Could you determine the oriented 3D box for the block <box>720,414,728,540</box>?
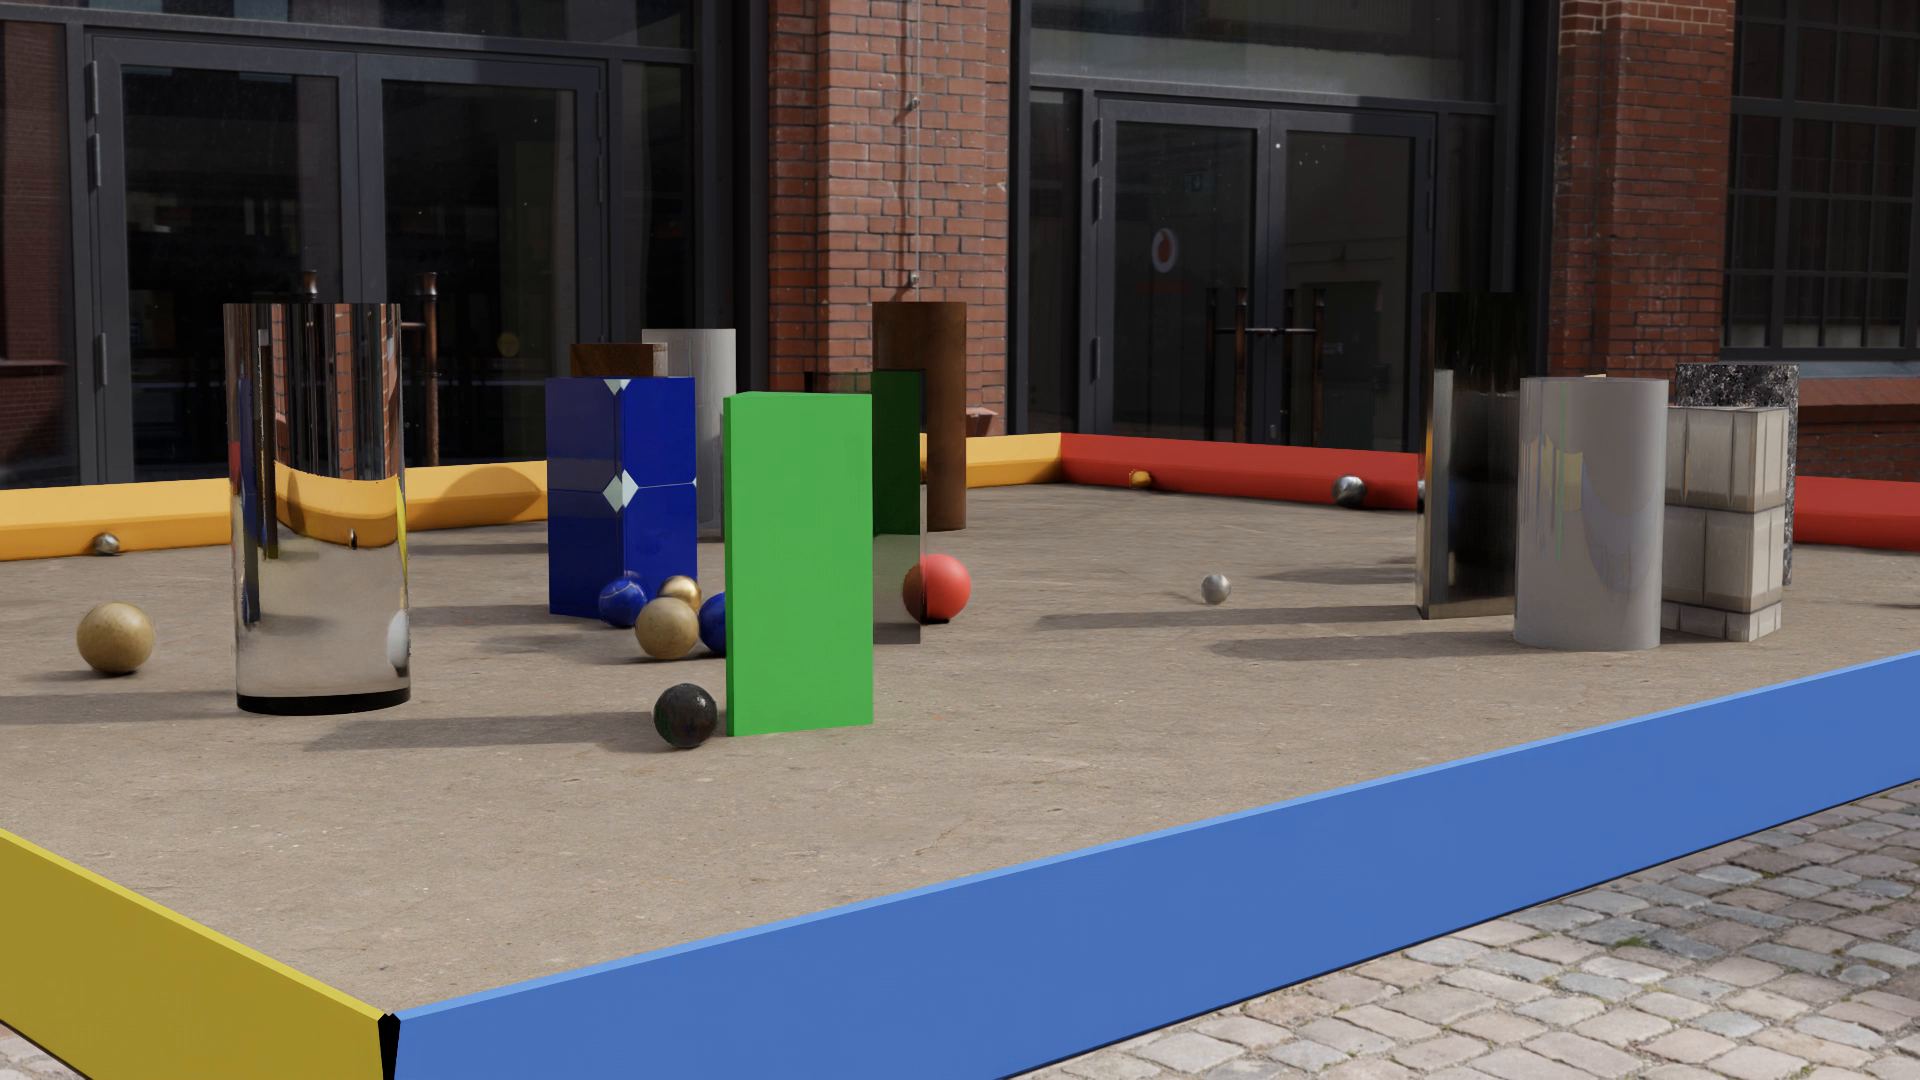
[{"bbox_3d":[-0.379,-0.123,4.264,0.152,0.239,0.152,-1,6,-13],"label":"block"}]

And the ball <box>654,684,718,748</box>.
[{"bbox_3d":[-0.279,0.178,2.236,0.065,0.065,0.065,0,6,0],"label":"ball"}]

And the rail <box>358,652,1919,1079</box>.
[{"bbox_3d":[1.033,0.150,2.219,3.561,0.124,0.045,-6,8,-42],"label":"rail"}]

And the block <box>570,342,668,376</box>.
[{"bbox_3d":[-0.632,-0.176,4.100,0.152,0.379,0.152,0,6,2],"label":"block"}]

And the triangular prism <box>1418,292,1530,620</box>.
[{"bbox_3d":[0.716,-0.128,3.224,0.165,0.467,0.143,-2,6,-22],"label":"triangular prism"}]

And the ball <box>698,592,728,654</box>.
[{"bbox_3d":[-0.298,0.107,2.832,0.081,0.081,0.081,0,6,0],"label":"ball"}]

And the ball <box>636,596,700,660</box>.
[{"bbox_3d":[-0.372,0.112,2.792,0.081,0.081,0.081,0,6,0],"label":"ball"}]

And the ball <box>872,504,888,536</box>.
[{"bbox_3d":[-0.171,-0.038,4.295,0.062,0.062,0.062,0,6,0],"label":"ball"}]

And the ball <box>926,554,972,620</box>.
[{"bbox_3d":[-0.032,0.068,3.139,0.095,0.095,0.095,0,6,0],"label":"ball"}]

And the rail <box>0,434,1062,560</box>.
[{"bbox_3d":[-1.033,-0.085,4.445,3.561,0.124,0.045,-6,8,-42],"label":"rail"}]

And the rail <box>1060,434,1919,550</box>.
[{"bbox_3d":[1.291,-0.093,4.517,0.045,0.124,3.093,-6,8,-42],"label":"rail"}]

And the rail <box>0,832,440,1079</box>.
[{"bbox_3d":[-1.291,0.157,2.147,0.045,0.124,3.093,-6,8,-42],"label":"rail"}]

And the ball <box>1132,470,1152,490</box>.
[{"bbox_3d":[0.445,-0.146,5.394,0.048,0.048,0.048,0,6,0],"label":"ball"}]

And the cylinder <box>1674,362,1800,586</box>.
[{"bbox_3d":[1.261,-0.110,3.587,0.190,0.354,0.190,0,6,0],"label":"cylinder"}]

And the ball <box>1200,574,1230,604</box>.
[{"bbox_3d":[0.385,0.075,3.312,0.045,0.045,0.045,0,6,0],"label":"ball"}]

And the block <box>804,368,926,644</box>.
[{"bbox_3d":[-0.126,-0.050,2.985,0.152,0.361,0.152,0,6,2],"label":"block"}]

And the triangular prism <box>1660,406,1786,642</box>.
[{"bbox_3d":[1.039,-0.028,3.034,0.143,0.308,0.165,4,7,34],"label":"triangular prism"}]

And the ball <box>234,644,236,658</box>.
[{"bbox_3d":[-0.824,0.130,2.624,0.080,0.080,0.080,0,6,0],"label":"ball"}]

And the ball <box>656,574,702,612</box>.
[{"bbox_3d":[-0.402,0.082,3.144,0.065,0.065,0.065,0,6,0],"label":"ball"}]

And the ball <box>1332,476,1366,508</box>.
[{"bbox_3d":[0.868,-0.107,4.898,0.075,0.075,0.075,0,6,0],"label":"ball"}]

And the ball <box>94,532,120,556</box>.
[{"bbox_3d":[-1.536,0.008,3.960,0.042,0.042,0.042,0,6,0],"label":"ball"}]

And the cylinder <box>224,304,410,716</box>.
[{"bbox_3d":[-0.723,-0.041,2.480,0.190,0.449,0.190,0,6,0],"label":"cylinder"}]

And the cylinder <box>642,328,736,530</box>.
[{"bbox_3d":[-0.554,-0.231,4.513,0.190,0.402,0.190,0,6,0],"label":"cylinder"}]

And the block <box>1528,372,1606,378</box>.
[{"bbox_3d":[0.986,-0.112,3.709,0.152,0.334,0.152,4,7,32],"label":"block"}]

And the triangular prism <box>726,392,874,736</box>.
[{"bbox_3d":[-0.199,0.019,2.375,0.165,0.353,0.143,-3,7,-27],"label":"triangular prism"}]

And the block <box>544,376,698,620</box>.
[{"bbox_3d":[-0.494,-0.065,3.216,0.152,0.344,0.152,4,7,36],"label":"block"}]

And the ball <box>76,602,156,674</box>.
[{"bbox_3d":[-1.028,0.120,2.679,0.089,0.089,0.089,0,6,0],"label":"ball"}]

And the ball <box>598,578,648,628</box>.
[{"bbox_3d":[-0.471,0.088,3.076,0.068,0.068,0.068,0,6,0],"label":"ball"}]

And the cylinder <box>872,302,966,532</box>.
[{"bbox_3d":[-0.082,-0.253,4.454,0.190,0.457,0.190,0,6,0],"label":"cylinder"}]

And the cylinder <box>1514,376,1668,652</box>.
[{"bbox_3d":[0.841,-0.039,2.937,0.190,0.350,0.190,0,6,0],"label":"cylinder"}]
